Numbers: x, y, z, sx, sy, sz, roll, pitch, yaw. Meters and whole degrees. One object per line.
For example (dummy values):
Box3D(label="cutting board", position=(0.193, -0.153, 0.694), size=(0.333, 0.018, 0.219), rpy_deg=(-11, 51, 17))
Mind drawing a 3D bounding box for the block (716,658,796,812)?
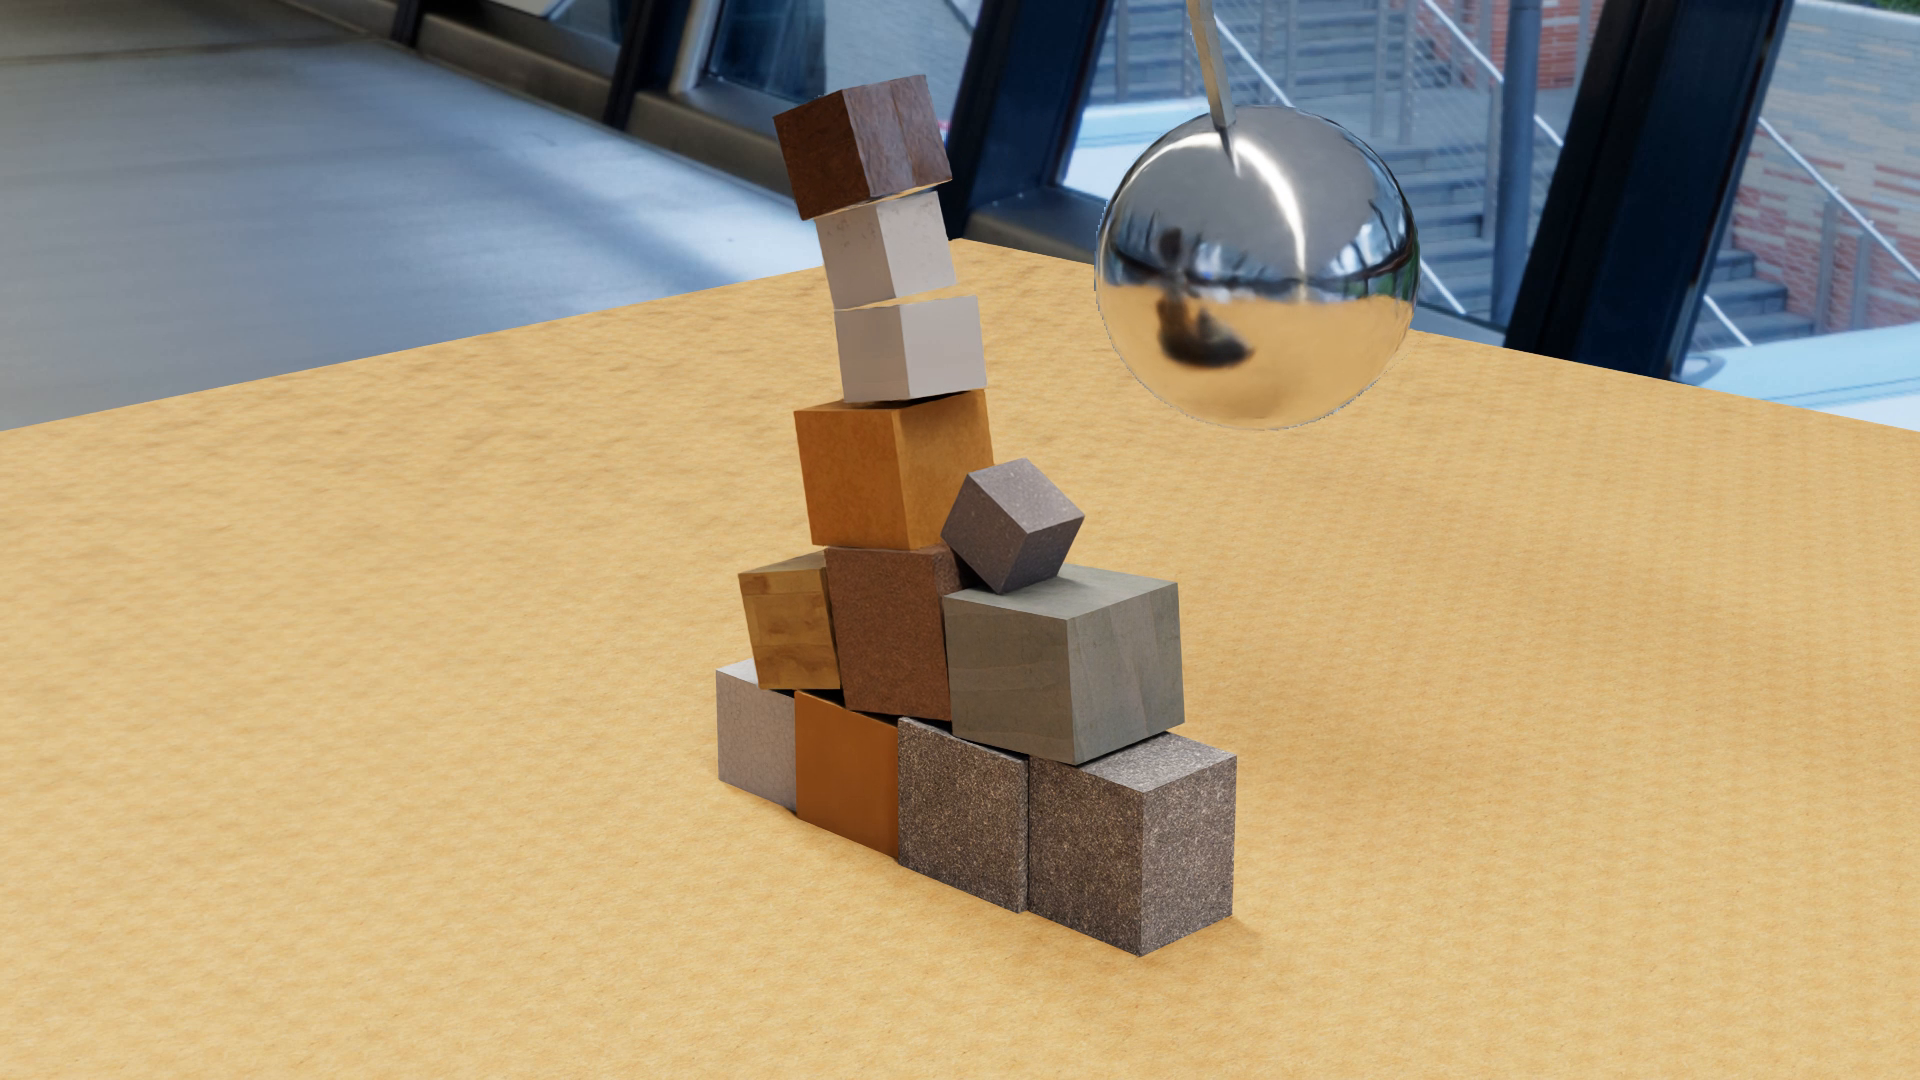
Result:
Box3D(label="block", position=(-0.776, 0.919, 14.449), size=(0.569, 0.583, 0.625), rpy_deg=(-17, 24, -42))

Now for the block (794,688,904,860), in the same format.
Box3D(label="block", position=(-0.296, 1.036, 13.965), size=(0.736, 0.650, 0.645), rpy_deg=(17, 24, 42))

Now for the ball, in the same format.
Box3D(label="ball", position=(1.467, -1.343, 14.457), size=(1.600, 1.600, 1.600), rpy_deg=(0, 17, 0))

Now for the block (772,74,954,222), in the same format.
Box3D(label="block", position=(-0.439, -1.771, 13.247), size=(0.497, 0.490, 0.515), rpy_deg=(-19, 5, -40))

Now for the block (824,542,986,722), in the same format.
Box3D(label="block", position=(-0.086, 0.354, 13.568), size=(0.683, 0.767, 0.729), rpy_deg=(-17, 13, -42))

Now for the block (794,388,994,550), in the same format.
Box3D(label="block", position=(-0.288, -0.336, 13.557), size=(0.589, 0.636, 0.671), rpy_deg=(-16, 13, -42))

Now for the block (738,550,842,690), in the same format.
Box3D(label="block", position=(-0.584, 0.362, 14.072), size=(0.640, 0.571, 0.599), rpy_deg=(-16, 8, -42))

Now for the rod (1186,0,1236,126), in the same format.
Box3D(label="rod", position=(0.636, -4.137, 12.708), size=(0.080, 5.200, 0.080), rpy_deg=(17, 44, 42))

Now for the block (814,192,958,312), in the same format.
Box3D(label="block", position=(-0.336, -1.306, 13.274), size=(0.373, 0.430, 0.441), rpy_deg=(-17, 7, -40))

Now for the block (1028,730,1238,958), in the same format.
Box3D(label="block", position=(0.758, 1.297, 12.943), size=(0.615, 0.763, 0.668), rpy_deg=(-17, 24, -42))

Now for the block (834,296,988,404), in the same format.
Box3D(label="block", position=(-0.224, -0.865, 13.300), size=(0.466, 0.417, 0.464), rpy_deg=(-11, 7, -41))

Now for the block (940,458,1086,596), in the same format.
Box3D(label="block", position=(0.233, -0.065, 13.056), size=(0.378, 0.368, 0.416), rpy_deg=(-17, 52, -43))

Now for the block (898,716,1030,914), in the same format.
Box3D(label="block", position=(0.241, 1.164, 13.440), size=(0.715, 0.721, 0.769), rpy_deg=(-17, 24, -42))

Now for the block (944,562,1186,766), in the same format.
Box3D(label="block", position=(0.466, 0.533, 13.046), size=(0.722, 0.650, 0.749), rpy_deg=(-17, 19, -42))
